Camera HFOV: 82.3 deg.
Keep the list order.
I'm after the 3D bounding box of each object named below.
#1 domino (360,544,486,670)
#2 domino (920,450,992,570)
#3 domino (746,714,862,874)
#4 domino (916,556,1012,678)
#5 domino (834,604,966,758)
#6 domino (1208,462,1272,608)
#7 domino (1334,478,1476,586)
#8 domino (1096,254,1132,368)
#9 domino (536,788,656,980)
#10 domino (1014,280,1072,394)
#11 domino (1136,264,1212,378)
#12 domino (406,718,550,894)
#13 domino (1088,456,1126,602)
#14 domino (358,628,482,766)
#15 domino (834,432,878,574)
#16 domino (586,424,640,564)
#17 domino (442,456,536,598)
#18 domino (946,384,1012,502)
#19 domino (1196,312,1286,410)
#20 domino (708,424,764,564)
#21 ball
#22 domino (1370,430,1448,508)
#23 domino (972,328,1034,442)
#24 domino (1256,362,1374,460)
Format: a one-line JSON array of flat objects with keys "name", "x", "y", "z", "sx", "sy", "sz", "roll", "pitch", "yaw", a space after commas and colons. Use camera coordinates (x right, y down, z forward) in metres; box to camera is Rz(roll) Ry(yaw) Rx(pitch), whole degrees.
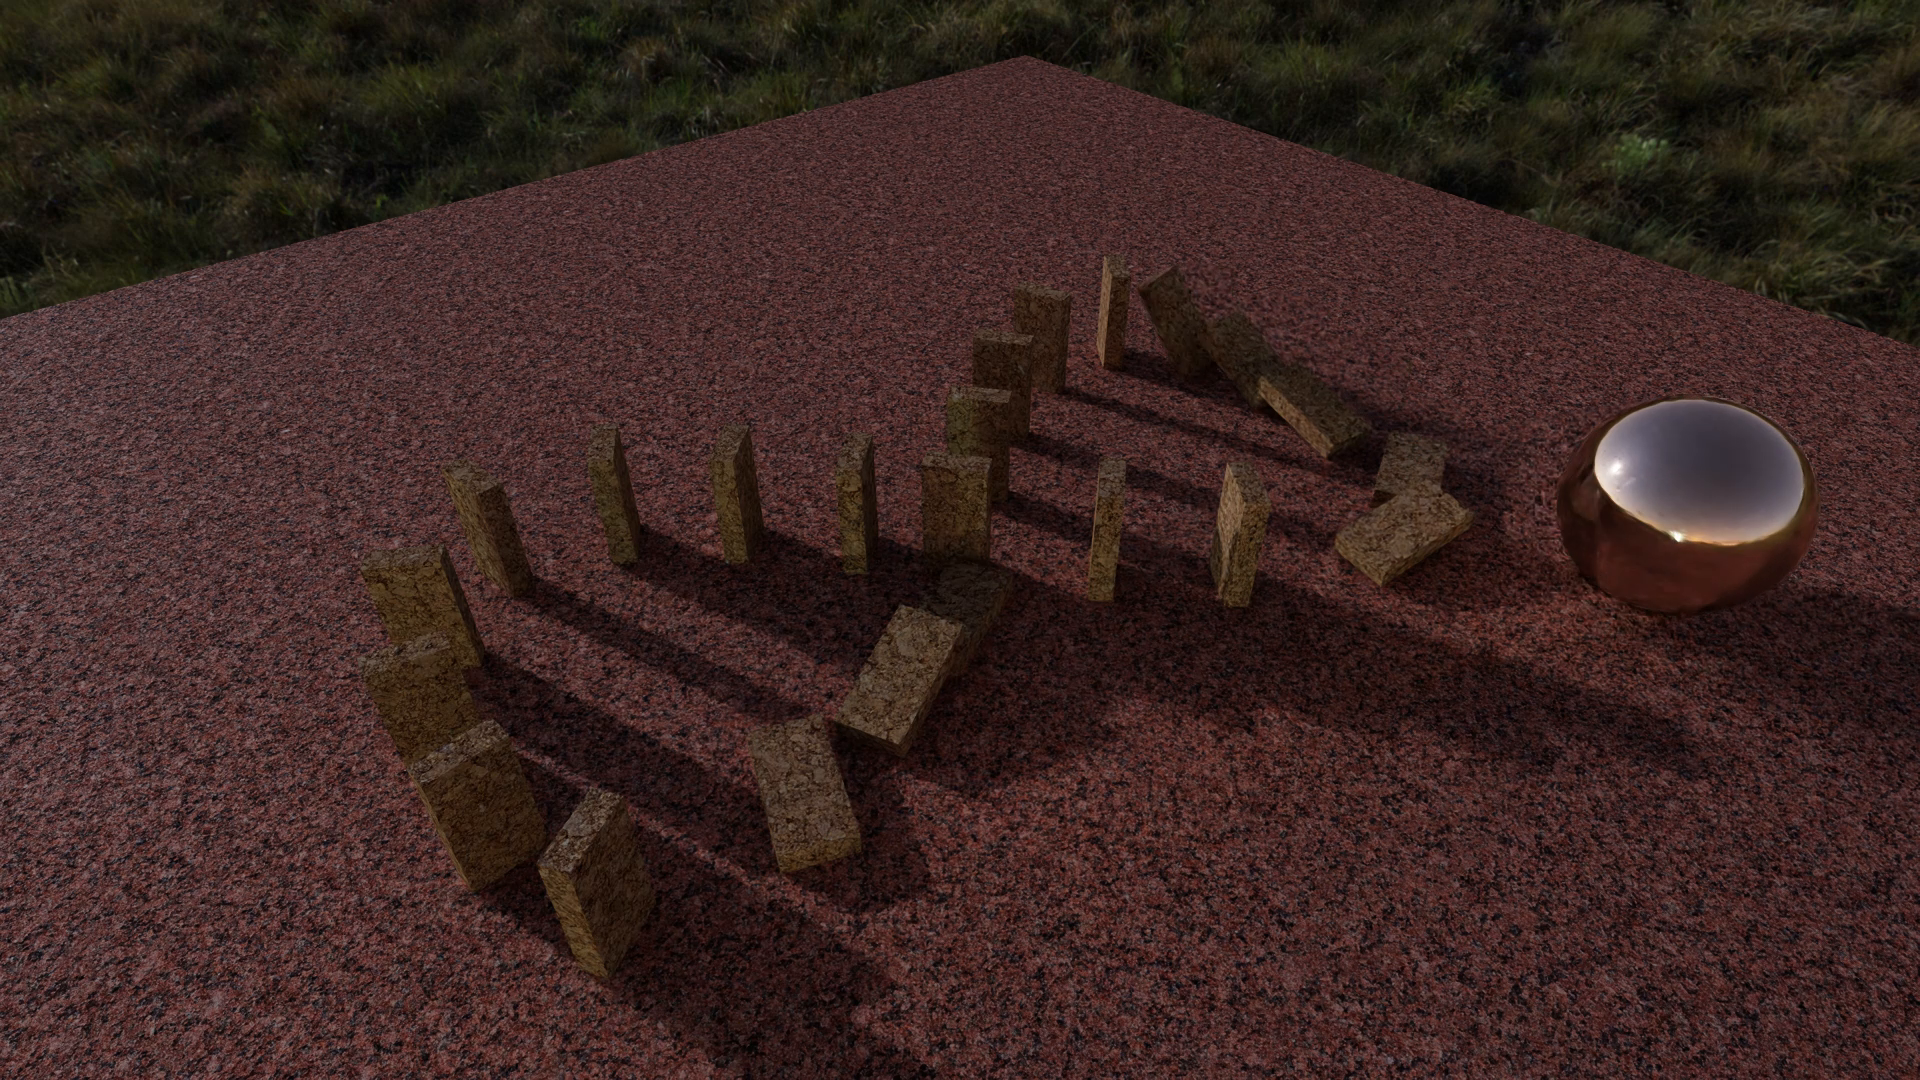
[{"name": "domino", "x": -0.185, "y": 0.025, "z": 0.381, "sx": 0.025, "sy": 0.050, "sz": 0.009, "roll": -7, "pitch": 40, "yaw": -9}, {"name": "domino", "x": -0.001, "y": -0.010, "z": 0.423, "sx": 0.025, "sy": 0.050, "sz": 0.010, "roll": 8, "pitch": 40, "yaw": 10}, {"name": "domino", "x": -0.050, "y": 0.079, "z": 0.347, "sx": 0.025, "sy": 0.010, "sz": 0.050, "roll": -13, "pitch": 41, "yaw": -15}, {"name": "domino", "x": -0.002, "y": 0.028, "z": 0.409, "sx": 0.025, "sy": 0.010, "sz": 0.050, "roll": 16, "pitch": 42, "yaw": 19}, {"name": "domino", "x": -0.020, "y": 0.047, "z": 0.377, "sx": 0.025, "sy": 0.010, "sz": 0.050, "roll": 16, "pitch": 55, "yaw": 19}, {"name": "domino", "x": 0.105, "y": -0.002, "z": 0.414, "sx": 0.009, "sy": 0.050, "sz": 0.025, "roll": -2, "pitch": 39, "yaw": -3}, {"name": "domino", "x": 0.178, "y": -0.004, "z": 0.440, "sx": 0.050, "sy": 0.009, "sz": 0.025, "roll": -29, "pitch": 52, "yaw": -18}, {"name": "domino", "x": 0.077, "y": -0.114, "z": 0.551, "sx": 0.010, "sy": 0.050, "sz": 0.025, "roll": -1, "pitch": 39, "yaw": -2}, {"name": "domino", "x": -0.097, "y": 0.093, "z": 0.297, "sx": 0.009, "sy": 0.050, "sz": 0.025, "roll": 12, "pitch": 41, "yaw": 14}, {"name": "domino", "x": 0.039, "y": -0.097, "z": 0.530, "sx": 0.025, "sy": 0.050, "sz": 0.010, "roll": 22, "pitch": 44, "yaw": 24}, {"name": "domino", "x": 0.109, "y": -0.109, "z": 0.547, "sx": 0.010, "sy": 0.050, "sz": 0.025, "roll": -13, "pitch": 21, "yaw": 49}, {"name": "domino", "x": -0.138, "y": 0.077, "z": 0.317, "sx": 0.010, "sy": 0.050, "sz": 0.025, "roll": 32, "pitch": 49, "yaw": 33}, {"name": "domino", "x": 0.055, "y": -0.004, "z": 0.416, "sx": 0.010, "sy": 0.050, "sz": 0.025, "roll": 5, "pitch": 40, "yaw": 6}, {"name": "domino", "x": -0.167, "y": 0.053, "z": 0.347, "sx": 0.025, "sy": 0.050, "sz": 0.010, "roll": -21, "pitch": 44, "yaw": -24}, {"name": "domino", "x": -0.040, "y": -0.014, "z": 0.428, "sx": 0.009, "sy": 0.050, "sz": 0.025, "roll": 4, "pitch": 40, "yaw": 5}, {"name": "domino", "x": -0.136, "y": -0.018, "z": 0.433, "sx": 0.009, "sy": 0.050, "sz": 0.025, "roll": -6, "pitch": 40, "yaw": -8}, {"name": "domino", "x": -0.178, "y": -0.004, "z": 0.417, "sx": 0.025, "sy": 0.050, "sz": 0.009, "roll": 28, "pitch": 47, "yaw": 30}, {"name": "domino", "x": 0.008, "y": -0.040, "z": 0.460, "sx": 0.025, "sy": 0.050, "sz": 0.009, "roll": 7, "pitch": 40, "yaw": 9}, {"name": "domino", "x": 0.141, "y": -0.088, "z": 0.538, "sx": 0.025, "sy": 0.009, "sz": 0.050, "roll": -21, "pitch": 64, "yaw": -23}, {"name": "domino", "x": -0.088, "y": -0.018, "z": 0.433, "sx": 0.009, "sy": 0.050, "sz": 0.025, "roll": 4, "pitch": 39, "yaw": 4}, {"name": "ball", "x": 0.264, "y": -0.013, "z": 0.403, "sx": 0.080, "sy": 0.080, "sz": 0.080, "roll": 0, "pitch": 39, "yaw": 0}, {"name": "domino", "x": 0.196, "y": -0.029, "z": 0.478, "sx": 0.025, "sy": 0.010, "sz": 0.050, "roll": 16, "pitch": 42, "yaw": 18}, {"name": "domino", "x": 0.019, "y": -0.070, "z": 0.496, "sx": 0.025, "sy": 0.050, "sz": 0.010, "roll": 11, "pitch": 41, "yaw": 13}, {"name": "domino", "x": 0.163, "y": -0.061, "z": 0.509, "sx": 0.025, "sy": 0.010, "sz": 0.050, "roll": -21, "pitch": 56, "yaw": -23}]
